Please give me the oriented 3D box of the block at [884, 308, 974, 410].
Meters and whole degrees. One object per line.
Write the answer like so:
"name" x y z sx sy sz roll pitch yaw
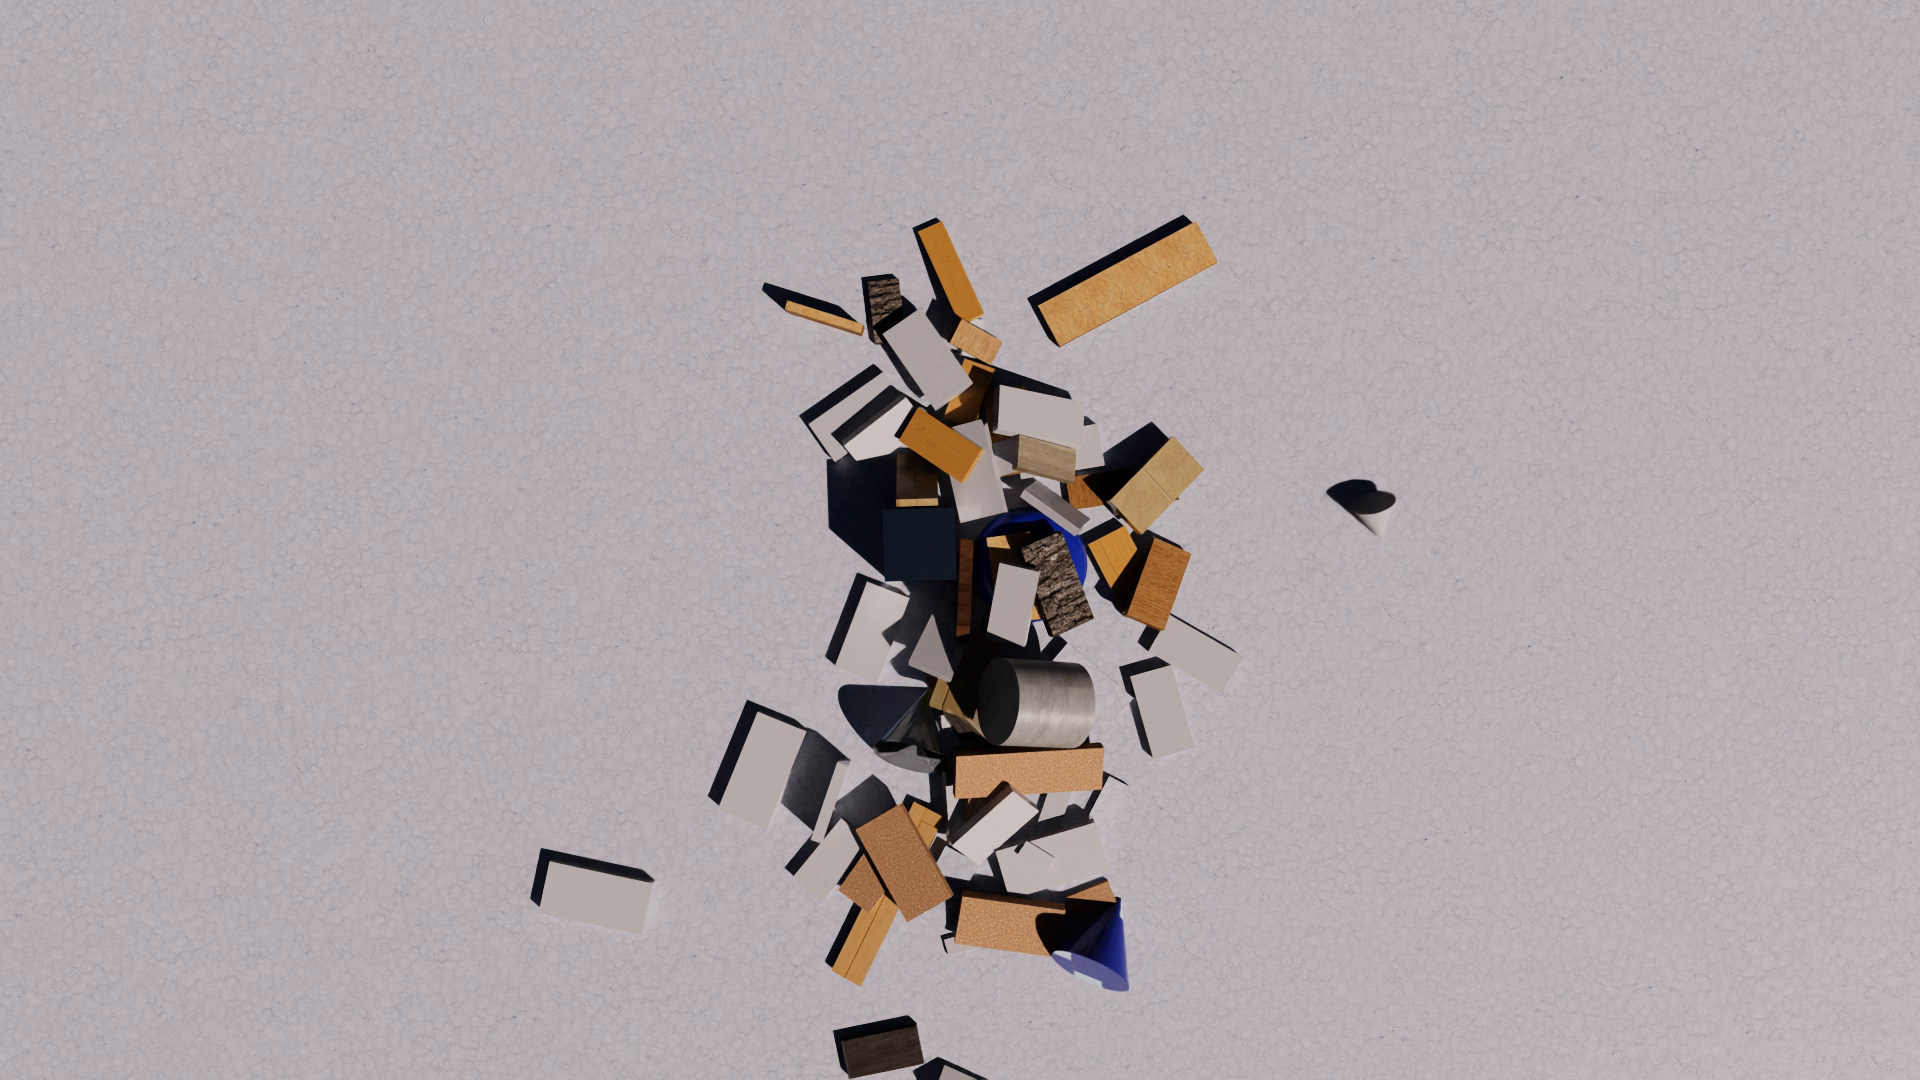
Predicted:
"block" -0.105 -0.595 5.432 0.152 0.043 0.304 -35 83 0

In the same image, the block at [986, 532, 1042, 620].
"block" 0.177 0.123 5.356 0.142 0.040 0.284 -8 92 1

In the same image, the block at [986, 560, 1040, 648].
"block" 0.170 0.206 5.297 0.129 0.036 0.257 13 105 11

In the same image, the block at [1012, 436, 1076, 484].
"block" 0.276 -0.262 5.380 0.222 0.031 0.111 13 73 -28

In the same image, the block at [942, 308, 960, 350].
"block" -0.023 -0.700 5.472 0.065 0.018 0.131 8 90 0

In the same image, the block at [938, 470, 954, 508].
"block" -0.007 -0.207 5.485 0.222 0.031 0.109 -31 90 0

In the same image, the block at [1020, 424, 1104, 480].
"block" 0.329 -0.294 5.480 0.281 0.040 0.140 -9 90 0

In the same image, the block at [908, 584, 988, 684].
"block" -0.036 0.304 5.411 0.151 0.043 0.301 23 67 9

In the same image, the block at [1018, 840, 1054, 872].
"block" 0.250 1.040 5.428 0.112 0.016 0.056 32 95 -6

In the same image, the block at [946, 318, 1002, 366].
"block" 0.049 -0.654 5.443 0.175 0.025 0.088 25 93 -31

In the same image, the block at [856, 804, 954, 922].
"block" -0.181 1.055 5.398 0.171 0.048 0.342 -31 82 6

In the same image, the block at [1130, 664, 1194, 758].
"block" 0.670 0.569 5.480 0.142 0.040 0.284 -16 90 0

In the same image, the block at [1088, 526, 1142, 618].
"block" 0.548 0.105 5.481 0.137 0.039 0.275 -27 90 0

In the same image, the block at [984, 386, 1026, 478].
"block" 0.167 -0.358 5.444 0.140 0.040 0.281 -11 84 20

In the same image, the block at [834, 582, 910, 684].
"block" -0.291 0.306 5.479 0.151 0.043 0.302 21 90 0

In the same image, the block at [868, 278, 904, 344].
"block" -0.242 -0.759 5.485 0.103 0.029 0.207 -7 90 0

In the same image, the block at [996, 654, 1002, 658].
"block" 0.082 0.436 5.490 0.074 0.021 0.148 43 90 0

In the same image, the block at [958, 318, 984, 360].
"block" 0.039 -0.671 5.472 0.065 0.018 0.131 12 87 -32

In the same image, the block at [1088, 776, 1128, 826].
"block" 0.494 0.867 5.489 0.075 0.021 0.149 28 90 0

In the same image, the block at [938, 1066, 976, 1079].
"block" 0.027 1.838 5.460 0.221 0.031 0.110 24 61 0

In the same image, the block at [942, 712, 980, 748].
"block" 0.013 0.606 5.436 0.074 0.021 0.148 -36 93 -18

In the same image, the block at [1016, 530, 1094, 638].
"block" 0.308 0.142 5.334 0.153 0.043 0.307 -23 97 -19

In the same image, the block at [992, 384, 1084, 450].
"block" 0.258 -0.401 5.387 0.303 0.043 0.152 10 72 -20

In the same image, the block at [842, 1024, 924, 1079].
"block" -0.256 1.698 5.482 0.256 0.036 0.128 -12 90 0

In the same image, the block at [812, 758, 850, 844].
"block" -0.425 0.855 5.433 0.038 0.133 0.266 19 90 0

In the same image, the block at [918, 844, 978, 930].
"block" -0.052 1.152 5.482 0.125 0.035 0.250 28 90 0

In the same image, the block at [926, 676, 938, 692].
"block" -0.063 0.502 5.492 0.059 0.017 0.117 -24 90 0

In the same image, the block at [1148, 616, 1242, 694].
"block" 0.780 0.378 5.480 0.281 0.040 0.140 30 90 0

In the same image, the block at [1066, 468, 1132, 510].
"block" 0.467 -0.169 5.485 0.218 0.031 0.109 -9 90 0

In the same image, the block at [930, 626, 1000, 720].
"block" 0.021 0.426 5.407 0.151 0.043 0.302 18 67 7

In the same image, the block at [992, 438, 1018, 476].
"block" 0.118 -0.261 5.416 0.218 0.031 0.109 -17 87 19

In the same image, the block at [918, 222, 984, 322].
"block" -0.029 -0.883 5.461 0.088 0.025 0.347 -24 81 0

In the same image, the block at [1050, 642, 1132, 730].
"block" 0.419 0.486 5.480 0.284 0.040 0.142 40 90 0

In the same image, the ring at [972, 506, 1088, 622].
"ring" 0.229 0.081 5.438 0.384 0.128 0.384 0 91 1
